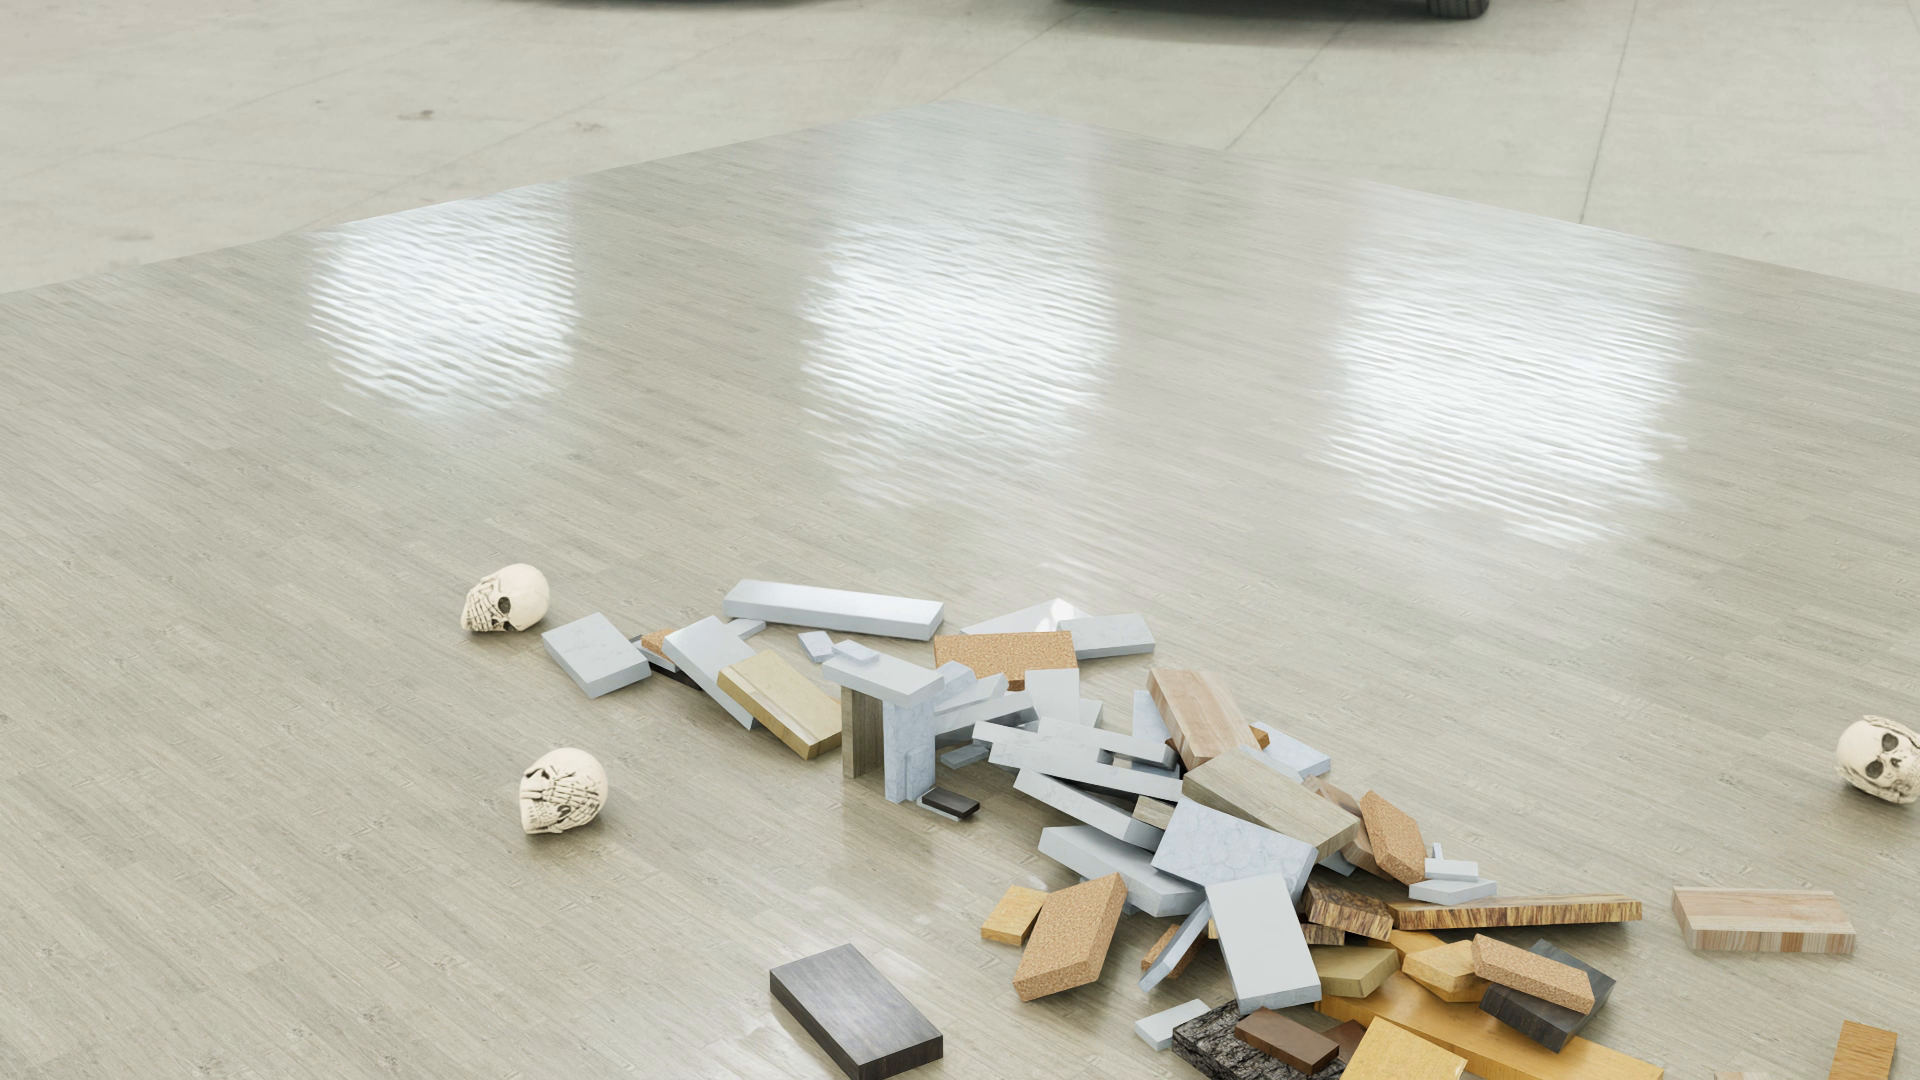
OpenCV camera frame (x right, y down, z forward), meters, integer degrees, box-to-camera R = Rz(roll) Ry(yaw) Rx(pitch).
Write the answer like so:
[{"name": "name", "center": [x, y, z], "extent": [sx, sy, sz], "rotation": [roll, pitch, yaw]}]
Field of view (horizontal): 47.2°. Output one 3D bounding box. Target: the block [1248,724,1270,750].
[{"name": "block", "center": [0.537, 0.415, 4.690], "extent": [0.104, 0.030, 0.234], "rotation": [-34, 34, -28]}]

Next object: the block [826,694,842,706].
[{"name": "block", "center": [-0.277, 0.378, 4.847], "extent": [0.128, 0.018, 0.064], "rotation": [20, 30, 39]}]

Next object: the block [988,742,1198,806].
[{"name": "block", "center": [0.334, 0.491, 4.419], "extent": [0.544, 0.043, 0.153], "rotation": [9, -12, 25]}]

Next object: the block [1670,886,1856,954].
[{"name": "block", "center": [1.480, 0.700, 4.057], "extent": [0.292, 0.041, 0.146], "rotation": [1, 23, 3]}]

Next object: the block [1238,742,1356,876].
[{"name": "block", "center": [0.655, 0.526, 4.310], "extent": [0.153, 0.043, 0.306], "rotation": [27, 18, -31]}]

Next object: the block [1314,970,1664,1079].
[{"name": "block", "center": [0.886, 0.844, 3.720], "extent": [0.565, 0.041, 0.146], "rotation": [17, 28, 34]}]

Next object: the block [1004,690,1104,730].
[{"name": "block", "center": [0.143, 0.389, 4.787], "extent": [0.314, 0.044, 0.157], "rotation": [5, 24, 12]}]

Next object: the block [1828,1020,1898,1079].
[{"name": "block", "center": [1.505, 0.875, 3.668], "extent": [0.086, 0.024, 0.202], "rotation": [12, 26, 25]}]

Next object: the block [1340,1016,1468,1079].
[{"name": "block", "center": [0.673, 0.904, 3.486], "extent": [0.162, 0.046, 0.324], "rotation": [24, 36, 19]}]

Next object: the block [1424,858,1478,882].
[{"name": "block", "center": [0.927, 0.623, 4.150], "extent": [0.097, 0.014, 0.049], "rotation": [3, 25, 10]}]

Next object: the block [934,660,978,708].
[{"name": "block", "center": [-0.087, 0.341, 4.784], "extent": [0.233, 0.033, 0.117], "rotation": [-29, 16, -17]}]

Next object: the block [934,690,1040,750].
[{"name": "block", "center": [0.027, 0.383, 4.616], "extent": [0.268, 0.038, 0.134], "rotation": [-17, -18, 3]}]

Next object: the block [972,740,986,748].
[{"name": "block", "center": [0.079, 0.433, 4.702], "extent": [0.095, 0.014, 0.048], "rotation": [12, 17, 13]}]

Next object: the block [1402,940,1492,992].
[{"name": "block", "center": [0.862, 0.735, 3.797], "extent": [0.099, 0.028, 0.199], "rotation": [19, 13, 42]}]

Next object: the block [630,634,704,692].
[{"name": "block", "center": [-0.670, 0.282, 5.069], "extent": [0.290, 0.022, 0.077], "rotation": [19, 30, 38]}]

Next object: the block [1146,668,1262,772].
[{"name": "block", "center": [0.515, 0.382, 4.620], "extent": [0.157, 0.044, 0.350], "rotation": [4, 26, -14]}]

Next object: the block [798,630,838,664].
[{"name": "block", "center": [-0.331, 0.250, 5.149], "extent": [0.064, 0.018, 0.128], "rotation": [-8, 24, -18]}]

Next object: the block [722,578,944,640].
[{"name": "block", "center": [-0.304, 0.166, 5.289], "extent": [0.510, 0.042, 0.148], "rotation": [6, 20, 12]}]

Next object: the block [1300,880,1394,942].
[{"name": "block", "center": [0.694, 0.666, 3.961], "extent": [0.140, 0.040, 0.280], "rotation": [14, 0, 6]}]

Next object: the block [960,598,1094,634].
[{"name": "block", "center": [0.163, 0.218, 5.194], "extent": [0.297, 0.042, 0.149], "rotation": [-16, 28, -33]}]

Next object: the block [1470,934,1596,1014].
[{"name": "block", "center": [0.969, 0.735, 3.728], "extent": [0.199, 0.028, 0.099], "rotation": [19, 19, 1]}]

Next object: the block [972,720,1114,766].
[{"name": "block", "center": [0.172, 0.429, 4.535], "extent": [0.268, 0.038, 0.134], "rotation": [11, -12, 19]}]

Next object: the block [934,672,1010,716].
[{"name": "block", "center": [-0.017, 0.356, 4.756], "extent": [0.233, 0.033, 0.117], "rotation": [-18, 17, 23]}]

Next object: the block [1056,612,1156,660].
[{"name": "block", "center": [0.341, 0.225, 5.138], "extent": [0.209, 0.030, 0.104], "rotation": [-5, 42, -18]}]

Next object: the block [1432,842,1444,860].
[{"name": "block", "center": [0.918, 0.627, 4.220], "extent": [0.014, 0.049, 0.097], "rotation": [2, 23, 5]}]

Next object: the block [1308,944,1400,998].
[{"name": "block", "center": [0.635, 0.750, 3.849], "extent": [0.239, 0.034, 0.119], "rotation": [-5, 14, 45]}]

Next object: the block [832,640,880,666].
[{"name": "block", "center": [-0.215, 0.232, 4.526], "extent": [0.048, 0.014, 0.095], "rotation": [-21, 30, -40]}]

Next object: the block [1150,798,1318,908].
[{"name": "block", "center": [0.505, 0.587, 4.056], "extent": [0.280, 0.140, 0.040], "rotation": [17, -15, 33]}]

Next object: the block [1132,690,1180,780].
[{"name": "block", "center": [0.414, 0.430, 4.645], "extent": [0.099, 0.028, 0.341], "rotation": [2, 32, 5]}]

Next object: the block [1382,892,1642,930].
[{"name": "block", "center": [1.014, 0.683, 4.049], "extent": [0.448, 0.034, 0.121], "rotation": [-2, -1, -4]}]

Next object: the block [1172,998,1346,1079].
[{"name": "block", "center": [0.519, 0.876, 3.638], "extent": [0.162, 0.046, 0.324], "rotation": [-16, 28, -33]}]

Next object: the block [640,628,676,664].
[{"name": "block", "center": [-0.655, 0.246, 5.042], "extent": [0.077, 0.022, 0.155], "rotation": [-19, 30, -38]}]

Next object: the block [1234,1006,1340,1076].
[{"name": "block", "center": [0.543, 0.832, 3.654], "extent": [0.157, 0.022, 0.078], "rotation": [20, 30, 39]}]

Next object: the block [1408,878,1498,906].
[{"name": "block", "center": [0.922, 0.653, 4.109], "extent": [0.086, 0.024, 0.172], "rotation": [5, 4, 43]}]

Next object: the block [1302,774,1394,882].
[{"name": "block", "center": [0.758, 0.559, 4.281], "extent": [0.121, 0.034, 0.241], "rotation": [28, 18, -28]}]

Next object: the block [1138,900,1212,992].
[{"name": "block", "center": [0.395, 0.717, 3.925], "extent": [0.022, 0.078, 0.249], "rotation": [44, 34, 6]}]
